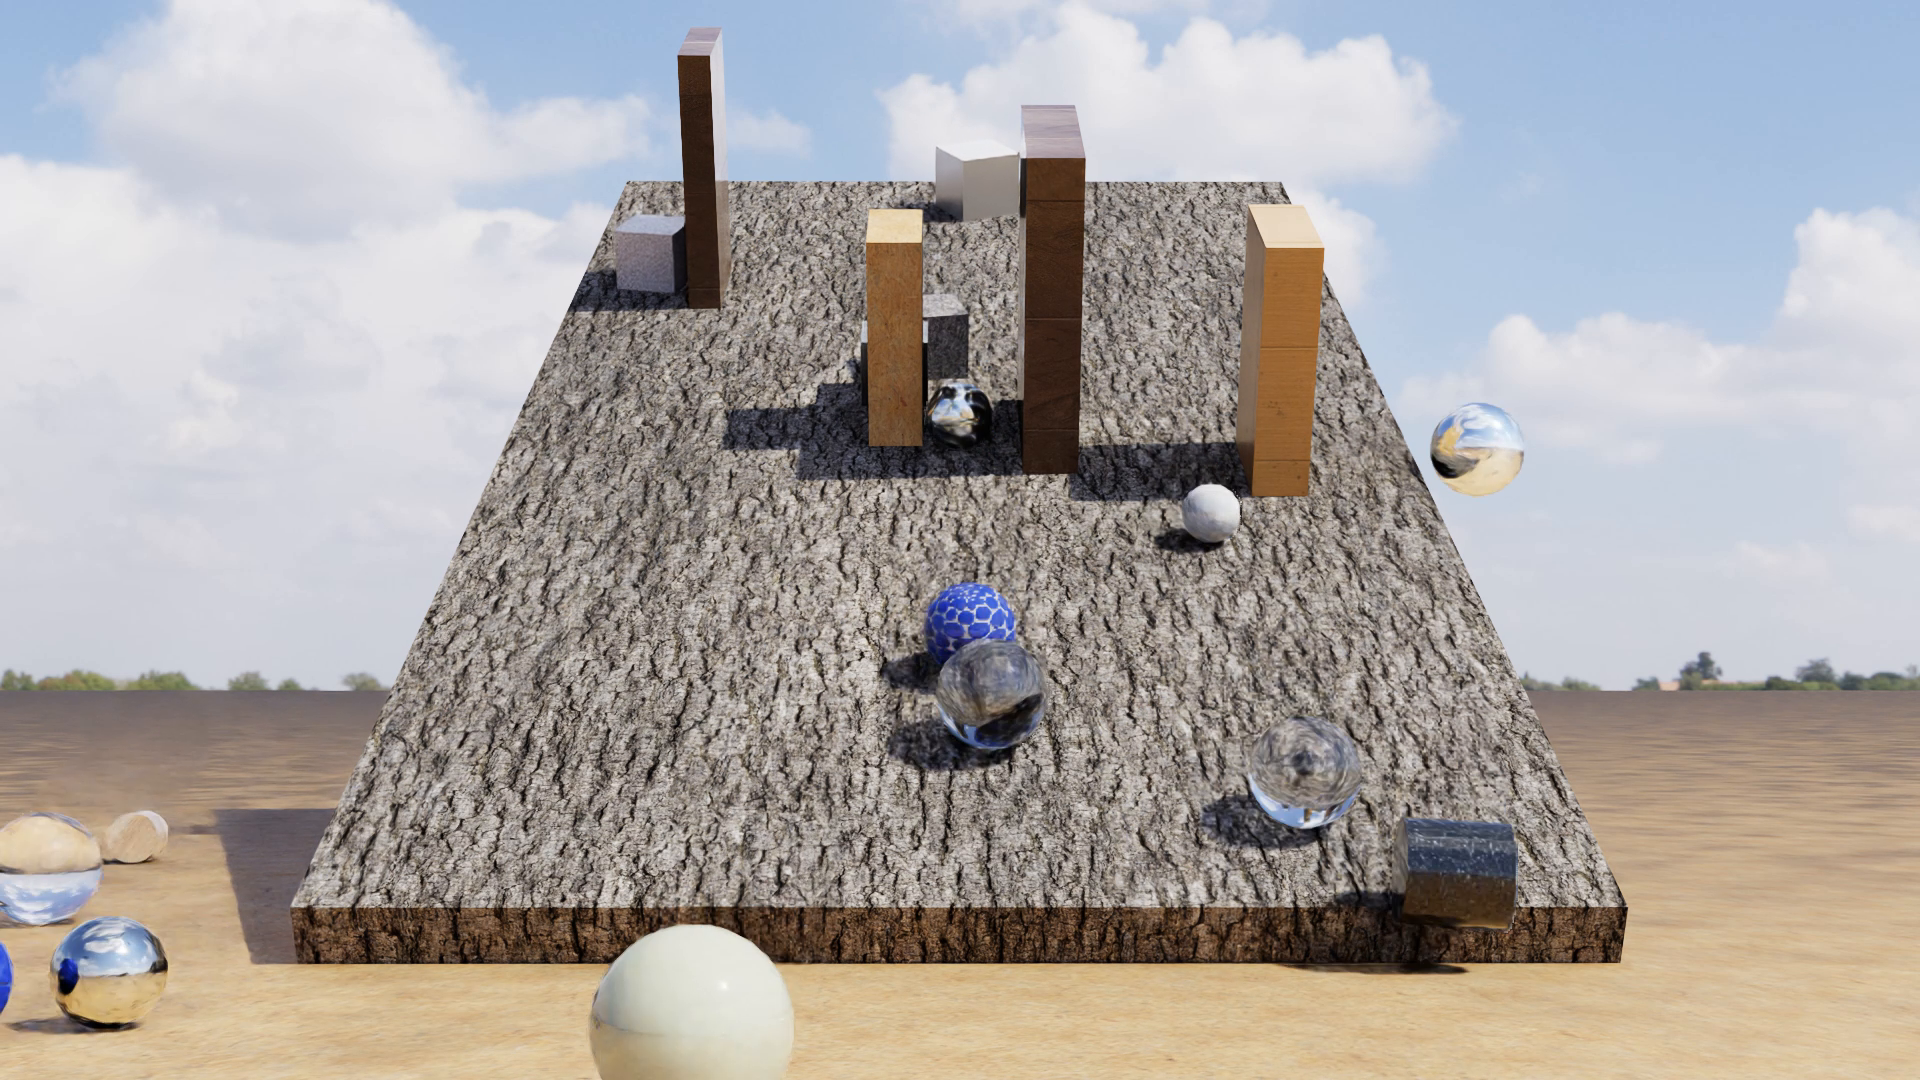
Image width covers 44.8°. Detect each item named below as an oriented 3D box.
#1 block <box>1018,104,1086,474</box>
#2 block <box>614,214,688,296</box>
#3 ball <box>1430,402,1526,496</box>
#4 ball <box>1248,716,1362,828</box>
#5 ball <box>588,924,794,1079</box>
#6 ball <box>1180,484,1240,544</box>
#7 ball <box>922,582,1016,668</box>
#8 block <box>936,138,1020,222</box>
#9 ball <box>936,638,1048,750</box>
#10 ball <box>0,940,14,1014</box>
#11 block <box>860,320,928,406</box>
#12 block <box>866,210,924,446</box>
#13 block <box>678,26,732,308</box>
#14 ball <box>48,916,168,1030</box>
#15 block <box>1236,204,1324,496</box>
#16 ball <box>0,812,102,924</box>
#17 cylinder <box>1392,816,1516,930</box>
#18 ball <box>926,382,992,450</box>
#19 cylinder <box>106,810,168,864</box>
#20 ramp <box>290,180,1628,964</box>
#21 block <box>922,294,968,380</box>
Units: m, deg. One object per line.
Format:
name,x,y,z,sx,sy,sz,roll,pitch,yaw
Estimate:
block,0.194,-0.551,5.075,0.119,0.694,0.445,0,24,0
block,-0.806,-0.757,6.174,0.162,0.162,0.162,6,25,13
ball,1.117,-0.196,5.033,0.202,0.202,0.202,0,-4,0
ball,0.544,0.366,3.676,0.177,0.177,0.177,0,-4,0
ball,-0.254,0.461,2.207,0.194,0.194,0.194,0,-4,0
ball,0.503,-0.054,4.674,0.119,0.119,0.119,0,-4,0
ball,0.017,0.160,4.142,0.167,0.167,0.167,0,-4,0
block,0.050,-1.050,6.802,0.182,0.182,0.182,-11,27,-24
ball,0.053,0.257,3.901,0.187,0.187,0.187,0,-4,0
ball,-1.192,0.518,2.743,0.147,0.147,0.147,0,-4,0
block,-0.151,-0.412,5.423,0.153,0.153,0.153,0,24,-1
block,-0.142,-0.472,5.175,0.118,0.468,0.248,0,24,0
block,-0.658,-0.965,6.034,0.081,0.656,0.332,0,24,0
ball,-1.043,0.530,2.856,0.137,0.137,0.137,0,-4,0
block,0.673,-0.403,4.934,0.118,0.543,0.308,0,24,0
ball,-1.613,0.577,4.100,0.196,0.196,0.196,0,-4,0
cylinder,0.724,0.489,3.423,0.155,0.155,0.155,3,-3,3
ball,-0.002,-0.273,5.125,0.146,0.146,0.146,0,-4,0
cylinder,-1.952,0.705,5.535,0.117,0.117,0.117,0,-3,-7
ramp,-0.008,-0.229,5.326,2.000,0.100,4.000,0,24,0
block,-0.074,-0.485,5.578,0.159,0.159,0.159,-5,25,-11
